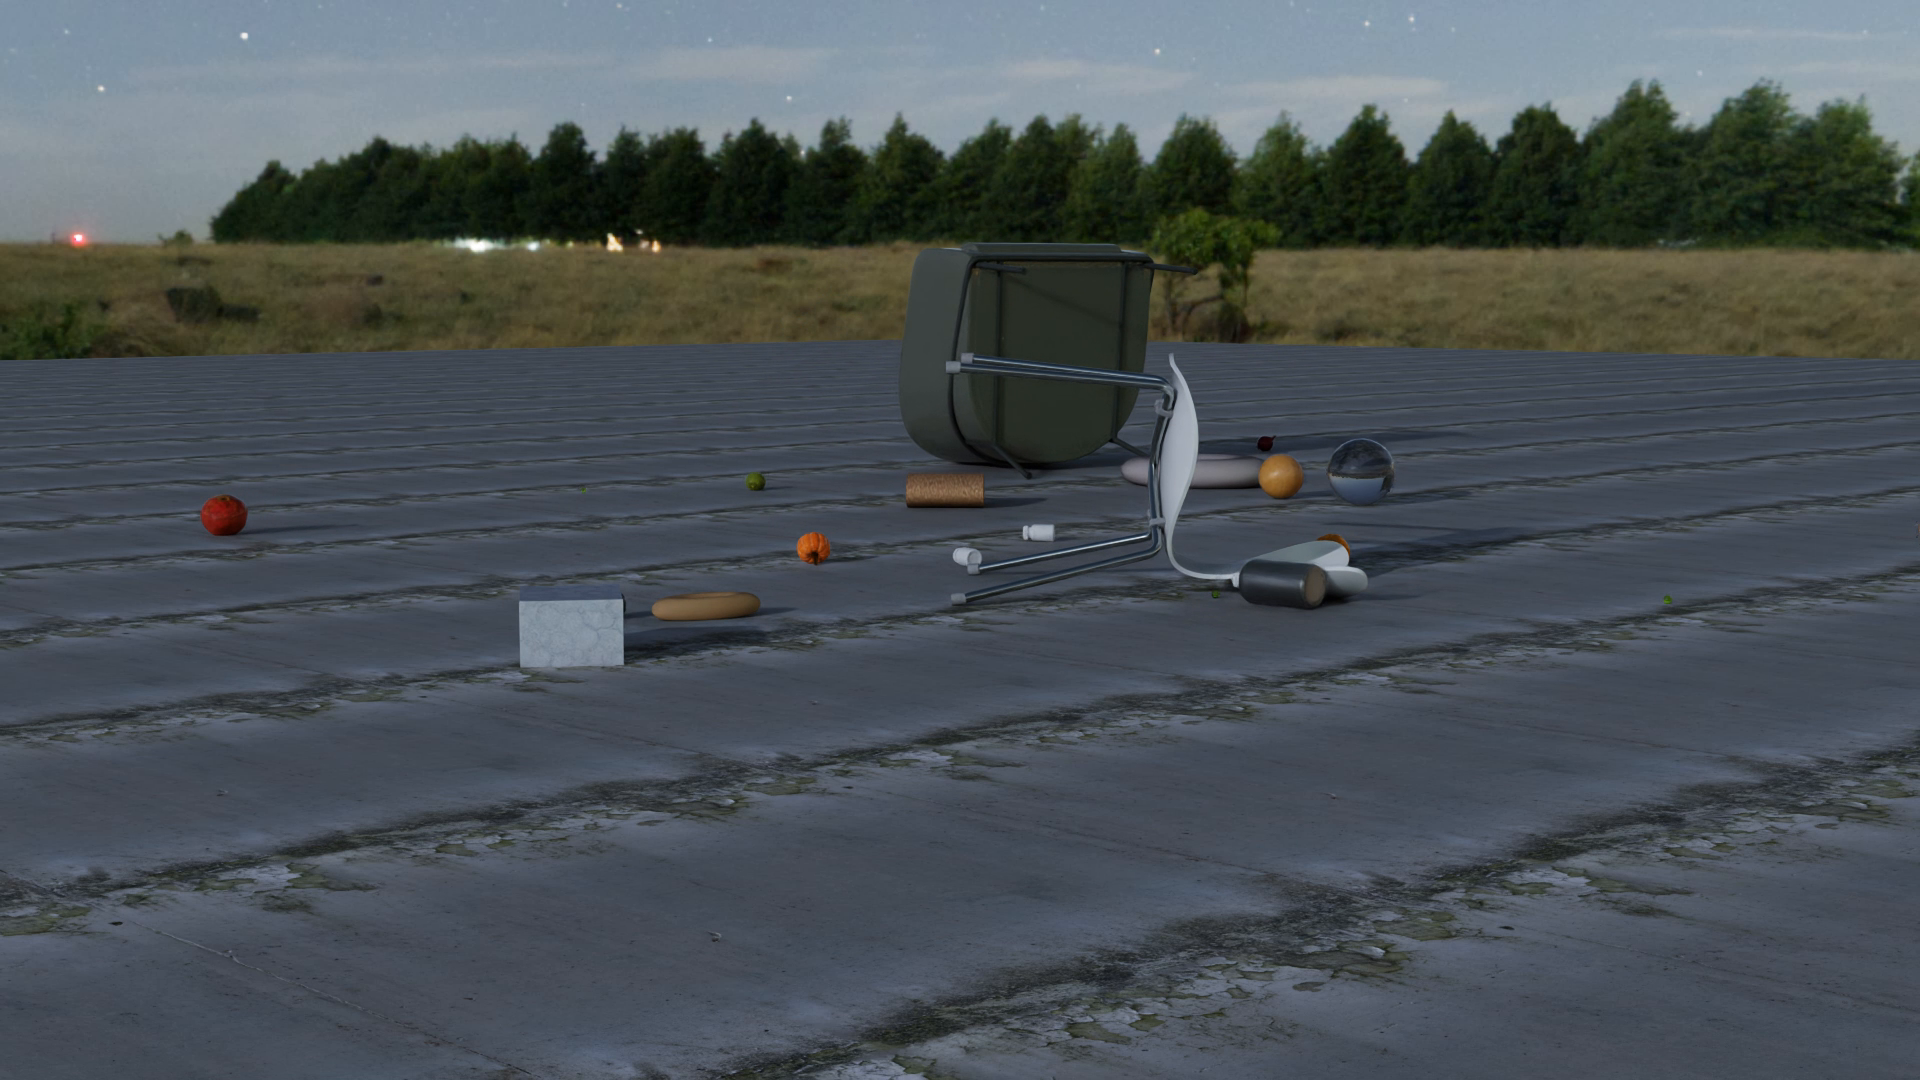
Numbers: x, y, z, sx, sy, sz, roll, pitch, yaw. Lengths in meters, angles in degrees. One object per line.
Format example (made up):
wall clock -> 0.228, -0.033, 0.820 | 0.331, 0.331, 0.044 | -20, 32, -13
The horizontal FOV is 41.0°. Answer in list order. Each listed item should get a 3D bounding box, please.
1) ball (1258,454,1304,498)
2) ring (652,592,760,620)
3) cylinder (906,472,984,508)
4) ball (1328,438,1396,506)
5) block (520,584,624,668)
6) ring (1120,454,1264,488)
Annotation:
ball -> 0.949, -0.188, 7.586 | 0.133, 0.133, 0.133 | 0, 6, 0
ring -> -0.489, 0.128, 4.952 | 0.221, 0.045, 0.089 | -4, 8, -25
cylinder -> -0.040, -0.143, 7.345 | 0.217, 0.094, 0.235 | 0, 8, 1
ball -> 1.152, -0.195, 7.367 | 0.193, 0.193, 0.193 | 0, 6, 0
block -> -0.674, 0.147, 4.438 | 0.173, 0.112, 0.213 | -1, 6, -10
ring -> 0.744, -0.217, 8.081 | 0.490, 0.092, 0.354 | 2, 7, 23
